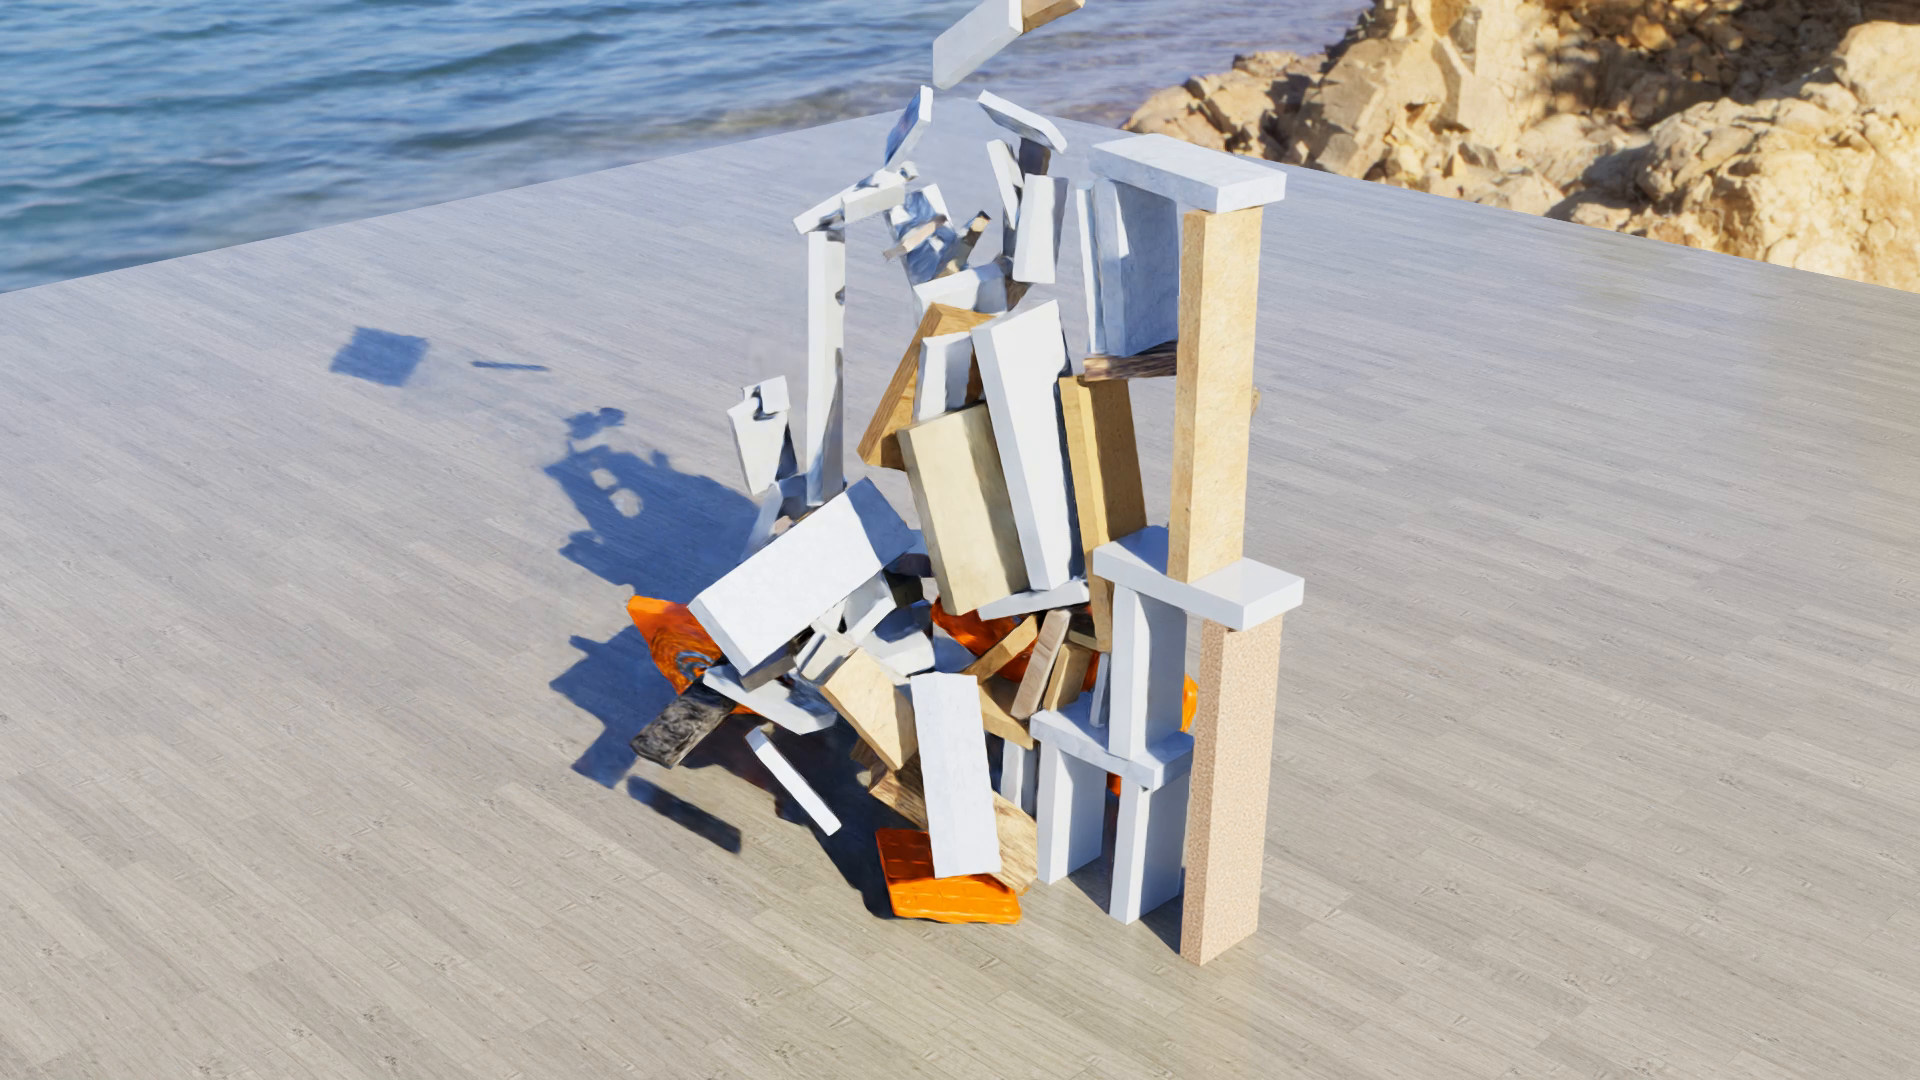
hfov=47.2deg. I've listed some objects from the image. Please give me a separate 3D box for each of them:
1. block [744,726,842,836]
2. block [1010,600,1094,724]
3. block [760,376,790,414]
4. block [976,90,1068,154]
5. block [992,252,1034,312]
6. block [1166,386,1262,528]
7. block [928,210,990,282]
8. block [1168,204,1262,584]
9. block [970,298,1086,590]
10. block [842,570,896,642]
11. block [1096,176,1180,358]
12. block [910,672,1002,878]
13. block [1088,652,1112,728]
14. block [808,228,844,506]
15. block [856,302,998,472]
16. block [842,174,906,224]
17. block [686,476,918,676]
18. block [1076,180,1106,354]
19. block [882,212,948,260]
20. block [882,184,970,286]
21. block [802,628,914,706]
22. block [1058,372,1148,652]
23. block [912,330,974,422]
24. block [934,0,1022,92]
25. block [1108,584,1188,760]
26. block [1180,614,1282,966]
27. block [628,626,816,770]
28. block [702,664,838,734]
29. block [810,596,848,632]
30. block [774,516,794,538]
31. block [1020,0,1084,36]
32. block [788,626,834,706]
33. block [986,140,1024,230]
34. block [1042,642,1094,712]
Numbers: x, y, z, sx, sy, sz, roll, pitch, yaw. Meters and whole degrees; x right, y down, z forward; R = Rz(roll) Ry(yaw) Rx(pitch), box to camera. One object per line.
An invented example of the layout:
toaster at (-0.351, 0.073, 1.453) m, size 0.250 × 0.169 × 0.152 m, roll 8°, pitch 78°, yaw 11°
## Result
block at (-0.292, 0.421, 3.845) m, size 0.029 × 0.206 × 0.103 m, roll -41°, pitch 18°, yaw -4°
block at (0.186, 0.215, 4.127) m, size 0.038 × 0.266 × 0.133 m, roll 38°, pitch 40°, yaw 26°
block at (-0.367, -0.288, 4.364) m, size 0.052 × 0.015 × 0.103 m, roll -14°, pitch 35°, yaw 0°
block at (0.109, -0.731, 3.850) m, size 0.158 × 0.022 × 0.079 m, roll 32°, pitch -4°, yaw 32°
block at (0.057, -0.459, 4.230) m, size 0.087 × 0.174 × 0.025 m, roll 37°, pitch 7°, yaw -9°
block at (0.446, -0.142, 3.853) m, size 0.040 × 0.284 × 0.142 m, roll 21°, pitch 1°, yaw 19°
block at (-0.005, -0.540, 4.142) m, size 0.025 × 0.087 × 0.174 m, roll 37°, pitch 51°, yaw -12°
block at (0.424, -0.245, 3.671) m, size 0.044 × 0.632 × 0.154 m, roll 19°, pitch 29°, yaw 39°
block at (0.150, -0.170, 3.937) m, size 0.050 × 0.488 × 0.177 m, roll 3°, pitch 24°, yaw 45°
block at (-0.182, 0.116, 4.242) m, size 0.100 × 0.028 × 0.206 m, roll -44°, pitch 21°, yaw 6°
block at (0.312, -0.487, 3.806) m, size 0.154 × 0.309 × 0.044 m, roll -24°, pitch 28°, yaw -39°
block at (-0.006, 0.418, 3.921) m, size 0.050 × 0.355 × 0.177 m, roll -11°, pitch -10°, yaw 23°
block at (0.279, 0.269, 4.049) m, size 0.021 × 0.147 × 0.073 m, roll 26°, pitch 29°, yaw 38°
block at (-0.265, -0.343, 4.354) m, size 0.033 × 0.540 × 0.116 m, roll 4°, pitch 12°, yaw 16°
block at (-0.047, -0.274, 4.046) m, size 0.163 × 0.327 × 0.046 m, roll 8°, pitch 31°, yaw -37°
block at (-0.163, -0.644, 4.158) m, size 0.126 × 0.063 × 0.018 m, roll -23°, pitch 64°, yaw -14°
block at (-0.288, 0.061, 4.138) m, size 0.496 × 0.163 × 0.046 m, roll -38°, pitch -1°, yaw -42°
block at (0.232, -0.477, 3.845) m, size 0.026 × 0.287 × 0.092 m, roll -4°, pitch 18°, yaw 7°
block at (-0.083, -0.567, 4.106) m, size 0.063 × 0.018 × 0.126 m, roll -15°, pitch 22°, yaw 49°
block at (-0.059, -0.566, 4.297) m, size 0.116 × 0.232 × 0.033 m, roll -24°, pitch 7°, yaw -22°
block at (-0.177, 0.263, 4.033) m, size 0.206 × 0.103 × 0.029 m, roll 33°, pitch -12°, yaw 10°
block at (0.273, -0.057, 3.952) m, size 0.040 × 0.496 × 0.142 m, roll -2°, pitch 10°, yaw 43°
block at (-0.032, -0.288, 3.990) m, size 0.092 × 0.185 × 0.026 m, roll -12°, pitch 42°, yaw -25°
block at (0.030, -0.902, 3.946) m, size 0.029 × 0.103 × 0.205 m, roll 22°, pitch -36°, yaw -36°
block at (0.340, 0.211, 3.953) m, size 0.047 × 0.333 × 0.166 m, roll 17°, pitch 28°, yaw 36°
block at (0.479, 0.426, 3.890) m, size 0.047 × 0.675 × 0.167 m, roll 21°, pitch 30°, yaw 40°
block at (-0.434, 0.261, 4.289) m, size 0.110 × 0.031 × 0.490 m, roll 16°, pitch 49°, yaw 43°
block at (-0.355, 0.294, 4.111) m, size 0.239 × 0.030 × 0.106 m, roll 24°, pitch 18°, yaw 29°
block at (-0.265, 0.092, 4.263) m, size 0.028 × 0.100 × 0.200 m, roll -33°, pitch 25°, yaw 31°
block at (-0.316, 0.054, 4.371) m, size 0.031 × 0.110 × 0.221 m, roll -31°, pitch 34°, yaw 9°
block at (0.161, -0.960, 3.880) m, size 0.029 × 0.103 × 0.205 m, roll 35°, pitch -23°, yaw -27°
block at (-0.206, 0.263, 4.082) m, size 0.212 × 0.030 × 0.106 m, roll 33°, pitch 73°, yaw 17°
block at (0.092, -0.624, 3.882) m, size 0.022 × 0.158 × 0.079 m, roll -18°, pitch -3°, yaw 20°
block at (0.204, 0.249, 4.104) m, size 0.073 × 0.147 × 0.021 m, roll -18°, pitch 47°, yaw -38°
